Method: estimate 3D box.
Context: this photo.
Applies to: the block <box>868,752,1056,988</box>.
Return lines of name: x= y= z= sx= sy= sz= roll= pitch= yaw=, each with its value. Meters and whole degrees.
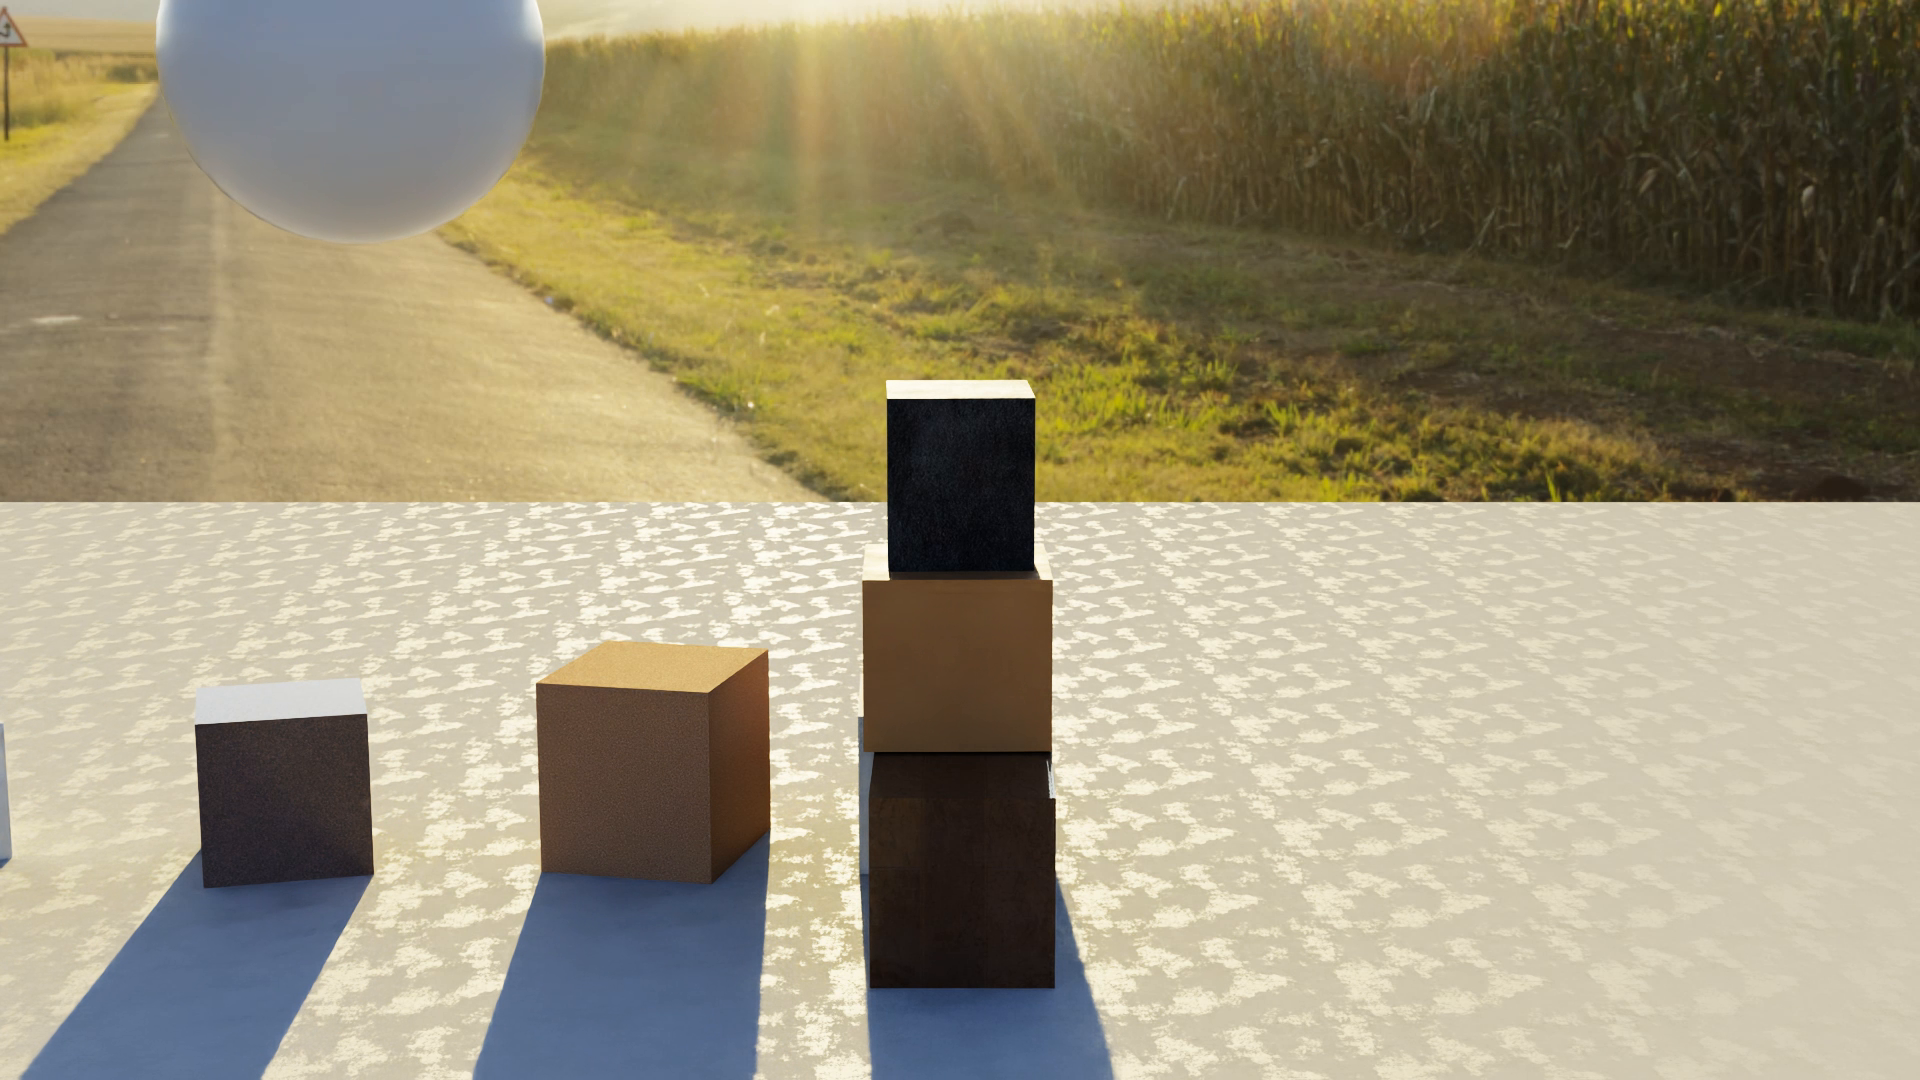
block: x=0.009 y=1.302 z=10.265 sx=0.720 sy=0.766 sz=0.724 roll=0 pitch=10 yaw=0

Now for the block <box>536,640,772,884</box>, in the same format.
block: x=-1.379 y=0.993 z=11.689 sx=0.796 sy=0.865 sz=0.882 roll=2 pitch=11 yaw=13

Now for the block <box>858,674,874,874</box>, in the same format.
block: x=-0.037 y=1.055 z=11.748 sx=0.842 sy=0.721 sz=0.817 roll=0 pitch=10 yaw=-1

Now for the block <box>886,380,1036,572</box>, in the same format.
block: x=-0.004 y=-0.278 z=10.767 sx=0.601 sy=0.715 sz=0.614 roll=0 pitch=10 yaw=-2

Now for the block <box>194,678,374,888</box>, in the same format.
block: x=-3.046 y=1.081 z=11.562 sx=0.728 sy=0.737 sz=0.699 roll=-3 pitch=11 yaw=-15

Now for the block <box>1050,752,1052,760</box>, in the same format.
block: x=0.018 y=1.168 z=10.976 sx=0.725 sy=0.774 sz=0.702 roll=0 pitch=10 yaw=0

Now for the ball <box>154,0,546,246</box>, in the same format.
ball: x=-2.556 y=-2.047 z=10.808 sx=1.600 sy=1.600 sz=1.600 roll=0 pitch=10 yaw=0

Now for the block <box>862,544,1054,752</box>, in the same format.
block: x=-0.016 y=0.441 z=10.810 sx=0.770 sy=0.716 sz=0.798 roll=0 pitch=10 yaw=-1

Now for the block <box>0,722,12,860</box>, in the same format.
block: x=-4.746 y=1.114 z=11.687 sx=0.642 sy=0.627 sz=0.657 roll=-7 pitch=12 yaw=-32
